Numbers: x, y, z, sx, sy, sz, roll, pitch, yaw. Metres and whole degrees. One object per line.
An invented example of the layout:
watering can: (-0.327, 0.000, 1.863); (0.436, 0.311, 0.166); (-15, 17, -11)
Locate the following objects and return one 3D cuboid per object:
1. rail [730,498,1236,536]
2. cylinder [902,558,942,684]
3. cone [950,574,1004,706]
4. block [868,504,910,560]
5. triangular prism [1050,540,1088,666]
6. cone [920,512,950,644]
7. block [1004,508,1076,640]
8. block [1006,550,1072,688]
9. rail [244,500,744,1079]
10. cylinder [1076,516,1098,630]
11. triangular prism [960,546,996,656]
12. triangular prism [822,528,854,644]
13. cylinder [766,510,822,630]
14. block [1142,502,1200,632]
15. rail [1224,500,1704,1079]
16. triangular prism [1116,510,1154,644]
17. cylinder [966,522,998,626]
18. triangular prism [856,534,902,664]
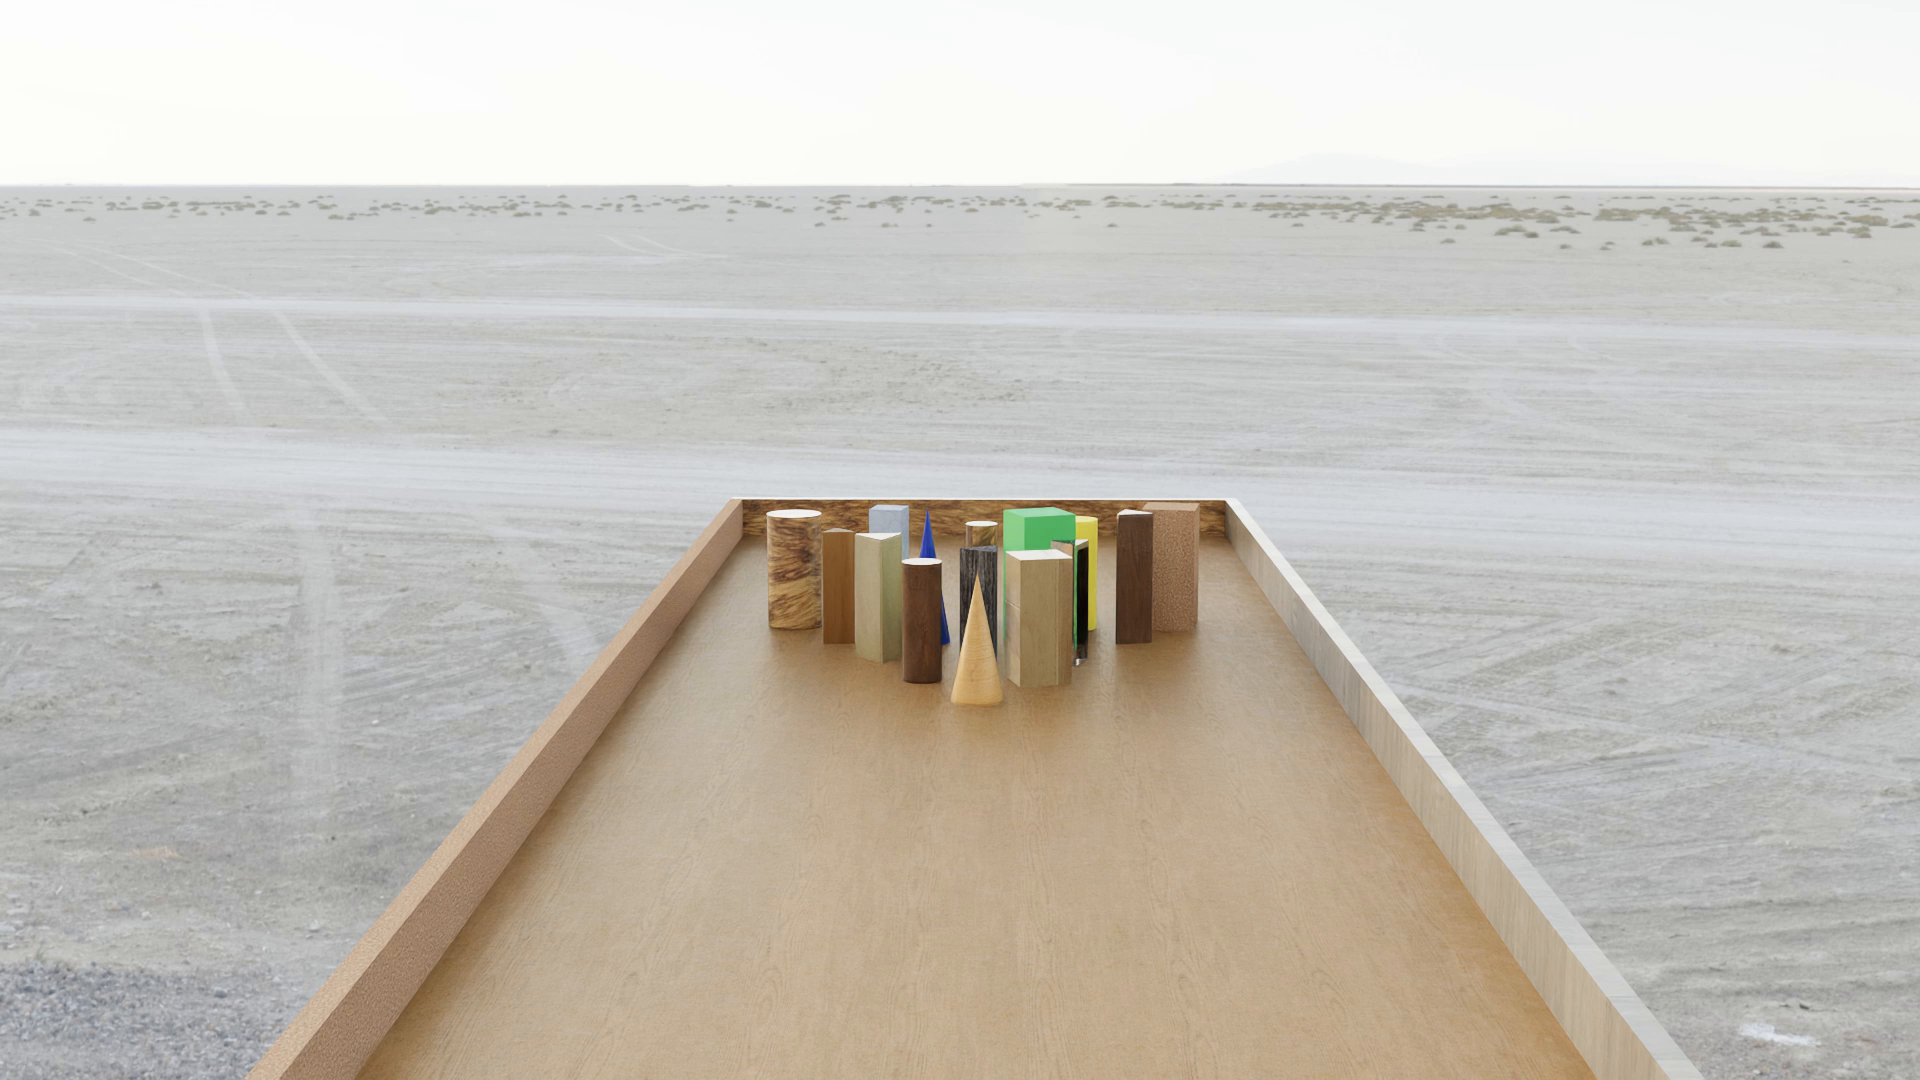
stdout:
rail: (0.099, -0.098, 9.147); (2.100, 0.150, 0.050); (0, 9, 1)
cylinder: (-0.111, 0.235, 6.404); (0.116, 0.351, 0.116); (0, 9, 0)
cone: (0.048, 0.270, 6.143); (0.152, 0.365, 0.152); (0, 9, 0)
block: (-0.231, 0.088, 7.196); (0.107, 0.393, 0.107); (2, 9, 13)
triangular prism: (0.349, 0.186, 6.661); (0.100, 0.369, 0.115); (-7, 12, -38)
cone: (-0.102, 0.109, 6.946); (0.143, 0.431, 0.143); (0, 9, 0)
block: (0.249, 0.119, 6.923); (0.172, 0.418, 0.172); (-3, 10, -21)
block: (0.228, 0.226, 6.399); (0.156, 0.371, 0.156); (-2, 9, -15)
rail: (-1.004, 0.839, 3.234); (0.050, 0.150, 12.000); (0, 9, 1)
cylinder: (0.383, 0.109, 7.180); (0.130, 0.358, 0.130); (0, 9, 0)
triangular prism: (0.082, 0.191, 6.714); (0.128, 0.341, 0.111); (6, 11, 31)
triangular prism: (-0.387, 0.144, 6.958); (0.099, 0.357, 0.086); (-1, 9, -7)
cylinder: (-0.542, 0.097, 7.213); (0.178, 0.371, 0.178); (0, 9, 0)
block: (0.688, 0.085, 7.207); (0.172, 0.396, 0.172); (2, 9, 11)
rail: (1.046, 0.843, 3.208); (0.050, 0.150, 12.000); (0, 9, 1)
triangular prism: (0.538, 0.115, 6.963); (0.118, 0.414, 0.102); (-2, 9, -13)
cylinder: (0.070, 0.114, 7.202); (0.104, 0.340, 0.104); (0, 9, 0)
triangular prism: (-0.228, 0.172, 6.711); (0.120, 0.380, 0.139); (-6, 11, -35)
